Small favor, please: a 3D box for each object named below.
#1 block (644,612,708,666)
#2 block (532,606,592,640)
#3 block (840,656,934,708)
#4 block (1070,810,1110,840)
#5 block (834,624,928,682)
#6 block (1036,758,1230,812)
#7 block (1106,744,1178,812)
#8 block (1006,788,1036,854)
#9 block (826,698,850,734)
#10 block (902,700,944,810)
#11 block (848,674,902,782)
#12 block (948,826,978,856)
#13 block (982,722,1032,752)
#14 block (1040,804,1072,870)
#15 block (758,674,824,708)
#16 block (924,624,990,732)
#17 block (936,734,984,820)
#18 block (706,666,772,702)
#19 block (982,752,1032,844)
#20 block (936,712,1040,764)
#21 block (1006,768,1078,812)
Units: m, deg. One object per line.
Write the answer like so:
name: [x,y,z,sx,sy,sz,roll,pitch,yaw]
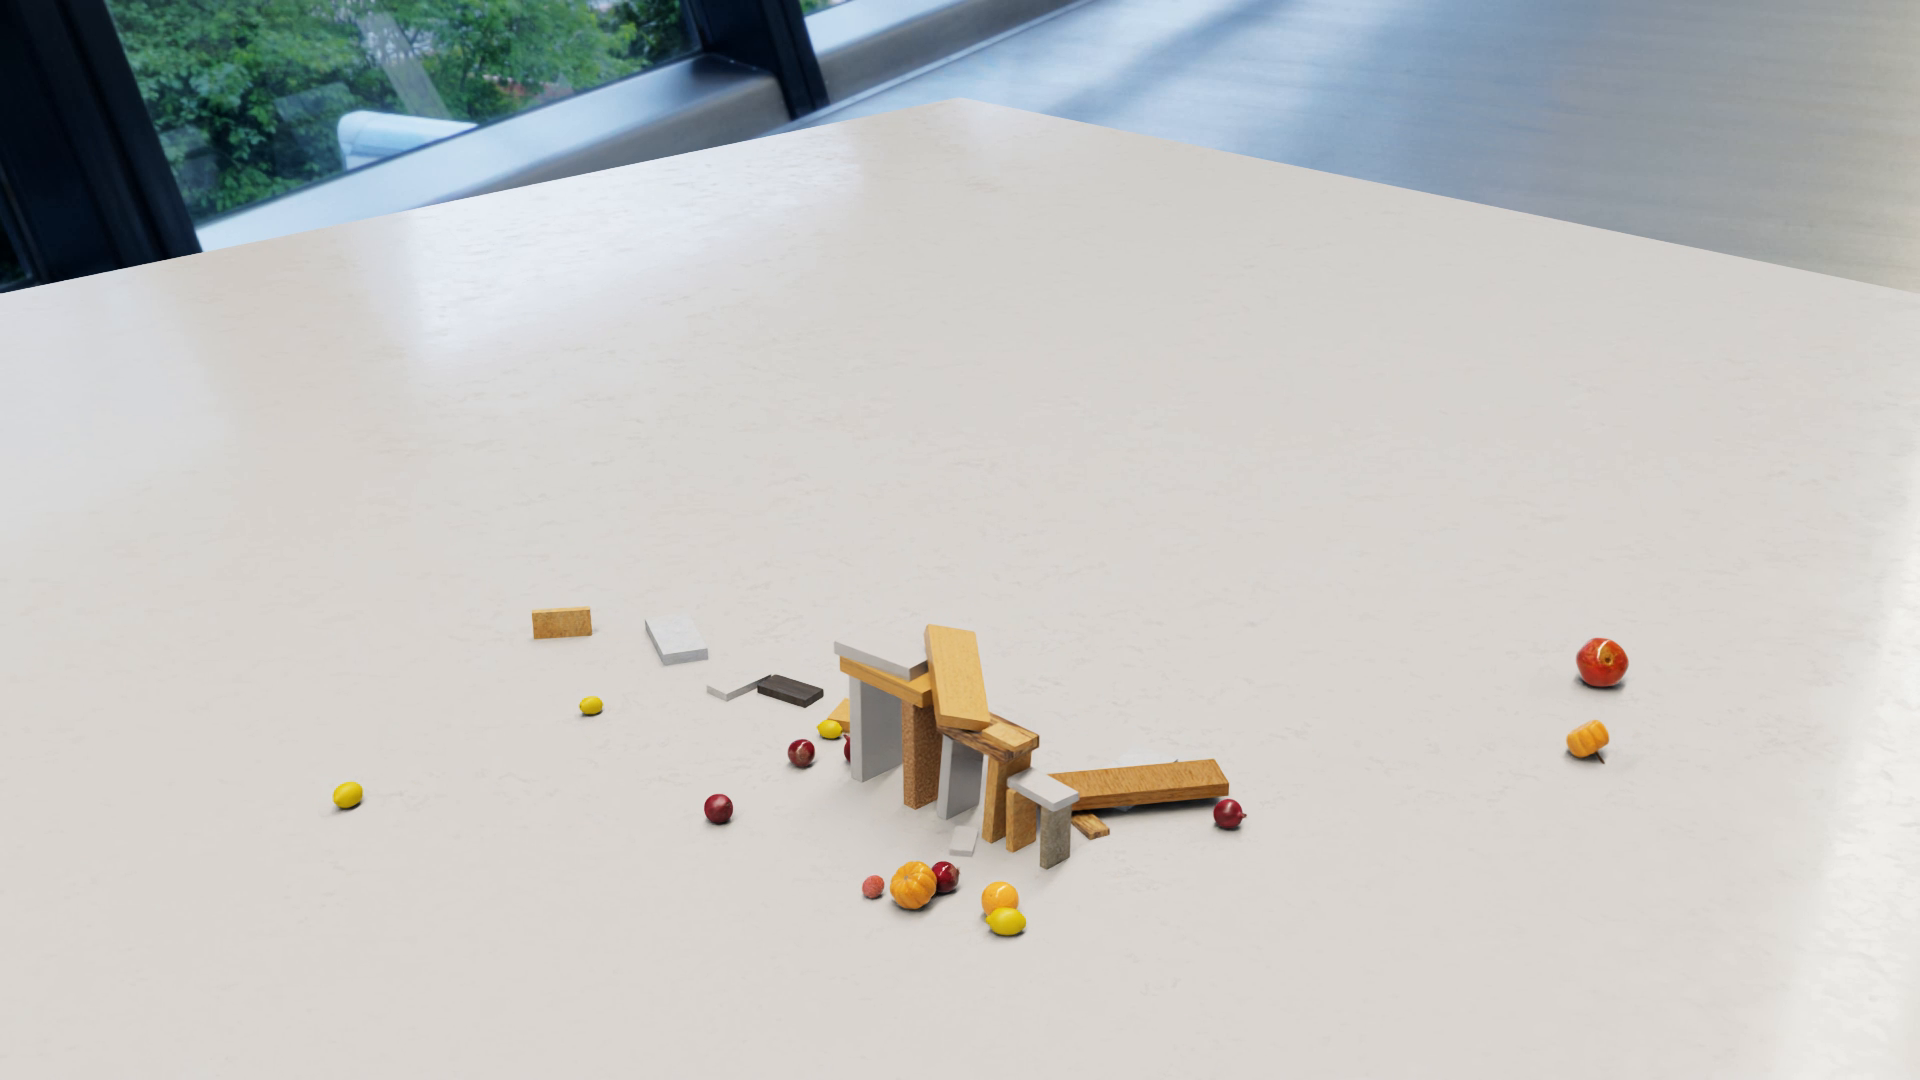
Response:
block: [-0.668,0.232,5.176,0.104,0.030,0.209,-8,24,-18]
block: [-0.943,0.196,5.212,0.136,0.068,0.019,-3,23,-8]
block: [-0.118,0.269,4.468,0.240,0.034,0.120,21,31,40]
block: [0.256,0.569,4.404,0.046,0.013,0.093,-12,26,-26]
block: [-0.147,0.229,4.481,0.204,0.029,0.102,18,29,36]
block: [0.343,0.500,4.470,0.392,0.030,0.104,-4,23,-10]
block: [0.354,0.493,4.561,0.104,0.030,0.209,15,27,32]
block: [0.121,0.541,4.315,0.019,0.133,0.067,21,31,40]
block: [-0.176,0.395,4.793,0.204,0.029,0.102,8,24,18]
block: [-0.061,0.416,4.471,0.120,0.240,0.034,-21,30,-41]
block: [-0.173,0.373,4.574,0.034,0.240,0.120,21,31,40]
block: [0.008,0.595,4.342,0.046,0.013,0.093,4,23,7]
block: [0.091,0.384,4.274,0.046,0.013,0.093,-20,30,-39]
block: [0.185,0.566,4.257,0.019,0.133,0.067,22,31,40]
block: [-0.381,0.339,4.938,0.136,0.019,0.068,15,27,31]
block: [-0.007,0.273,4.382,0.102,0.029,0.260,10,38,-16]
block: [0.003,0.462,4.424,0.096,0.192,0.027,-21,37,-41]
block: [-0.499,0.324,4.973,0.068,0.019,0.136,20,30,39]
block: [0.093,0.497,4.342,0.027,0.192,0.096,27,35,38]
block: [0.054,0.380,4.335,0.096,0.027,0.192,-21,31,-40]
block: [0.160,0.483,4.258,0.067,0.019,0.133,-19,29,-37]
